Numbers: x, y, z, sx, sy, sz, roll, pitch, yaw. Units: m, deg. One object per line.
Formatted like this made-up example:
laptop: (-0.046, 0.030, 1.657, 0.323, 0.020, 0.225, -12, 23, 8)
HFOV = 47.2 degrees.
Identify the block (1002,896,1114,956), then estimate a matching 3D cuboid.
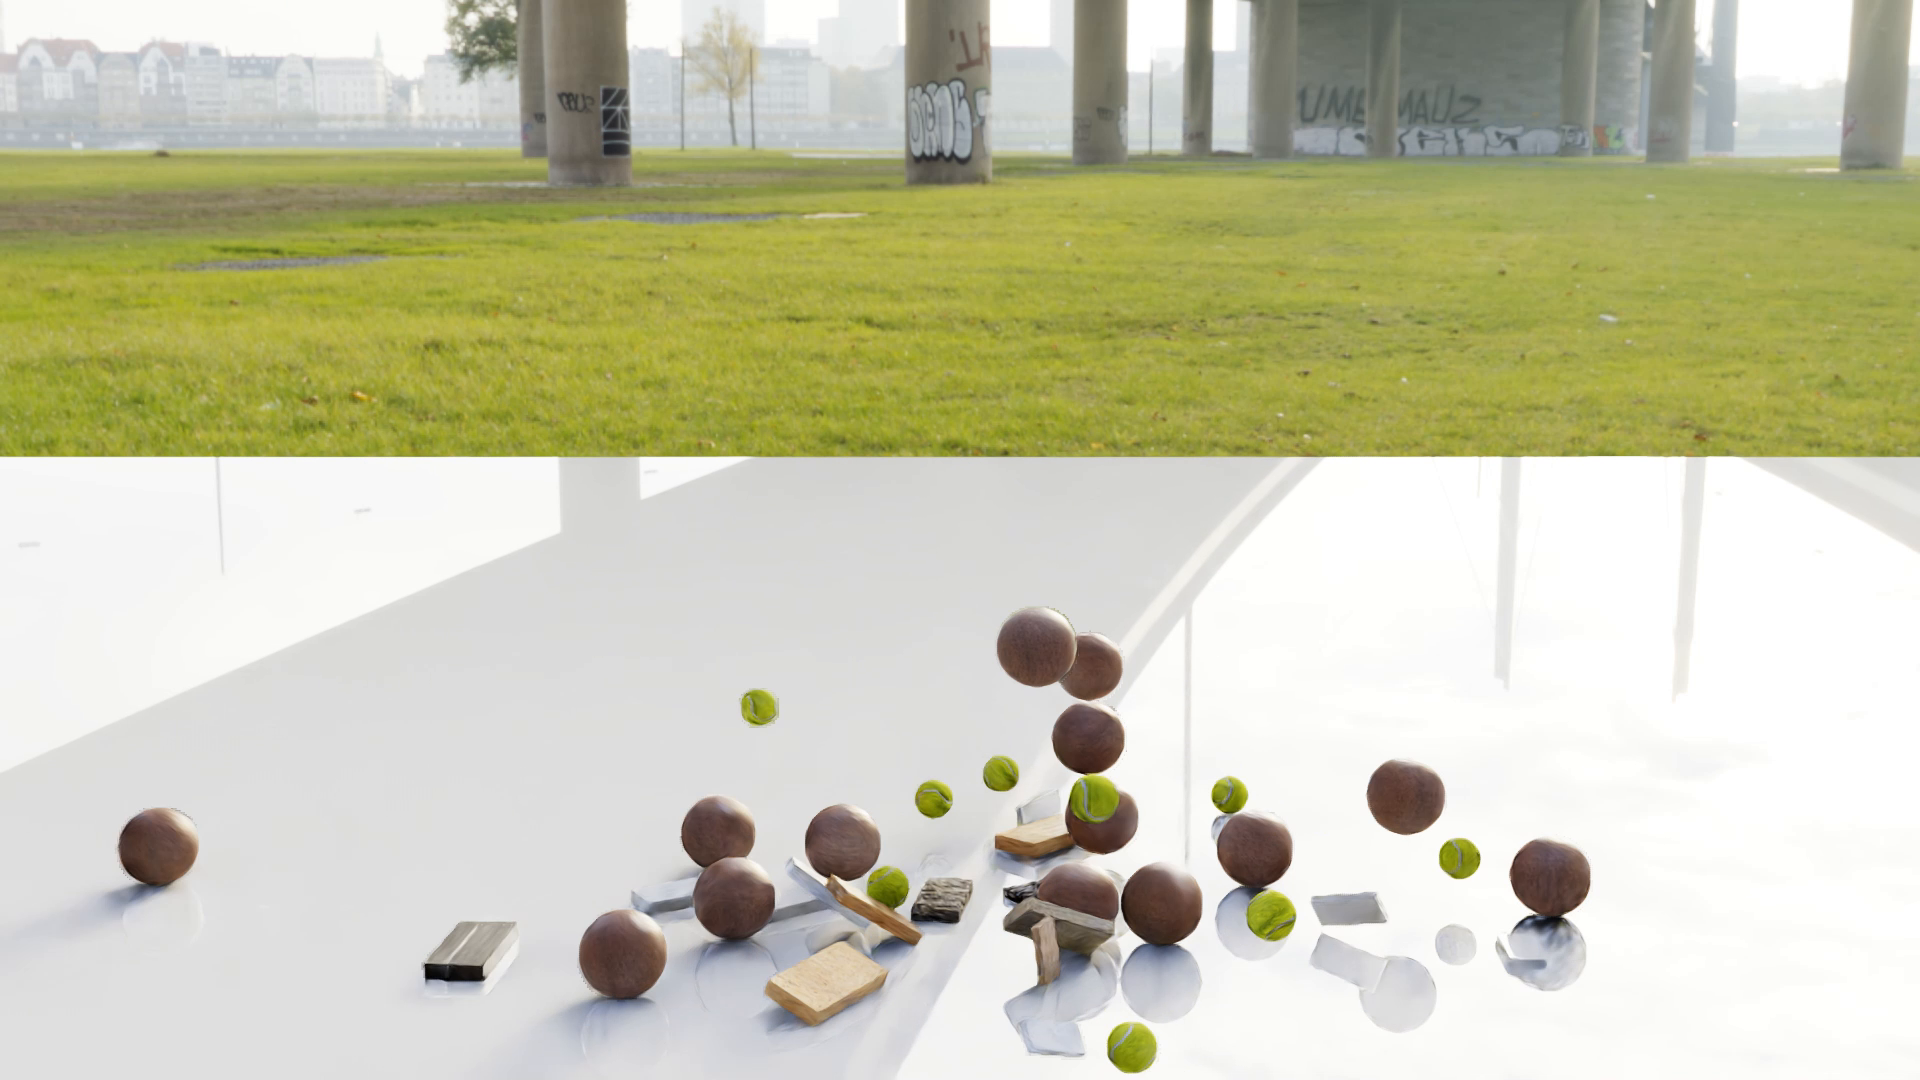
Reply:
block: (0.150, 0.588, 3.345, 0.153, 0.022, 0.076, 20, -42, -23)

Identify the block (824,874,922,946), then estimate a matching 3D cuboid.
block: (-0.135, 0.578, 3.432, 0.153, 0.022, 0.076, 34, -2, -24)

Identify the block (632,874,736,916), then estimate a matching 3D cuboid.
block: (-0.457, 0.585, 3.634, 0.153, 0.022, 0.077, -6, 12, -30)

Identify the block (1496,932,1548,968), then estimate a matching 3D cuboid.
block: (0.866, 0.633, 3.394, 0.055, 0.016, 0.111, 0, 11, 2)

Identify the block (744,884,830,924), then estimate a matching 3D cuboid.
block: (-0.269, 0.591, 3.602, 0.153, 0.022, 0.077, -7, 13, -35)

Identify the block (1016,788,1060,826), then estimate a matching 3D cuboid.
block: (0.145, 0.496, 4.049, 0.013, 0.045, 0.139, 0, 9, 32)

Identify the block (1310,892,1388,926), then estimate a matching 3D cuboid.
block: (0.614, 0.582, 3.467, 0.111, 0.055, 0.016, -9, 35, 31)

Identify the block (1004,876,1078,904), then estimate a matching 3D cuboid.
block: (0.134, 0.584, 3.657, 0.111, 0.016, 0.055, -7, 13, -33)

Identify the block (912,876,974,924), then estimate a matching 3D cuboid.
block: (-0.028, 0.590, 3.608, 0.076, 0.022, 0.153, 2, 11, 9)

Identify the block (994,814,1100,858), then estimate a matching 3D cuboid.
block: (0.156, 0.526, 3.917, 0.091, 0.026, 0.183, 7, 10, 41)

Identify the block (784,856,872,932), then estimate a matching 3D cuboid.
block: (-0.208, 0.557, 3.471, 0.153, 0.022, 0.077, 37, -3, -10)

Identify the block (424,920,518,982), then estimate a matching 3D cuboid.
block: (-0.750, 0.631, 3.379, 0.091, 0.026, 0.183, 1, 11, 5)

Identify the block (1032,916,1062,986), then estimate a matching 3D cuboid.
block: (0.129, 0.613, 3.284, 0.013, 0.091, 0.045, -1, 13, 33)

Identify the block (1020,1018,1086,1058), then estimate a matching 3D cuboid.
block: (0.123, 0.658, 2.905, 0.091, 0.013, 0.045, 15, 43, -35)

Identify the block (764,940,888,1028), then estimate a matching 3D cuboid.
block: (-0.194, 0.646, 3.213, 0.091, 0.026, 0.183, 28, 22, 25)
